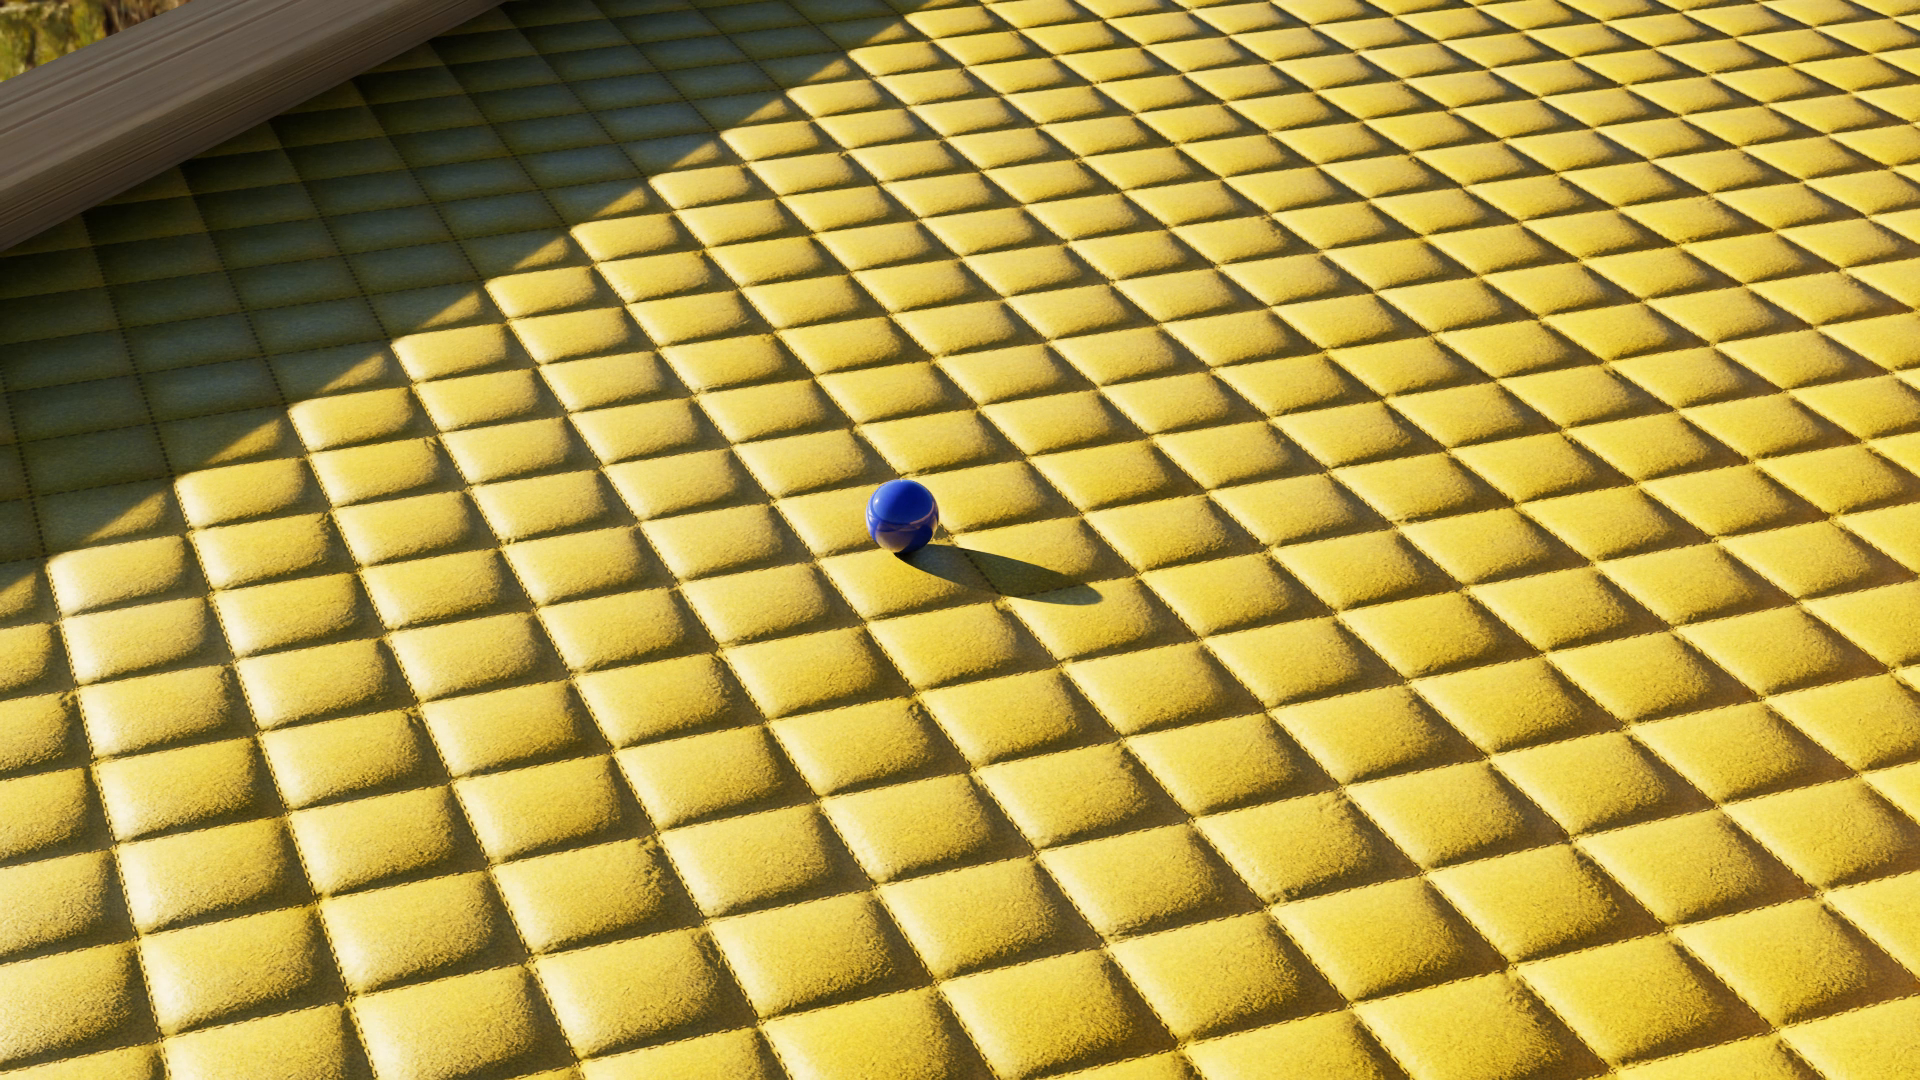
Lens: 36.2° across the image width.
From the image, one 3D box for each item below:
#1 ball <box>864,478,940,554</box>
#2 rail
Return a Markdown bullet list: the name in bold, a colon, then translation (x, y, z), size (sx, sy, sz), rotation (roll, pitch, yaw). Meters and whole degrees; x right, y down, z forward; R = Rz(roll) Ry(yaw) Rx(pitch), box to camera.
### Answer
- **ball**: translation (-0.035, -0.015, 1.811), size (0.046, 0.046, 0.046), rotation (0, 27, 0)
- **rail**: translation (-0.452, -0.551, 2.780), size (0.045, 0.126, 3.495), rotation (11, 29, 21)
